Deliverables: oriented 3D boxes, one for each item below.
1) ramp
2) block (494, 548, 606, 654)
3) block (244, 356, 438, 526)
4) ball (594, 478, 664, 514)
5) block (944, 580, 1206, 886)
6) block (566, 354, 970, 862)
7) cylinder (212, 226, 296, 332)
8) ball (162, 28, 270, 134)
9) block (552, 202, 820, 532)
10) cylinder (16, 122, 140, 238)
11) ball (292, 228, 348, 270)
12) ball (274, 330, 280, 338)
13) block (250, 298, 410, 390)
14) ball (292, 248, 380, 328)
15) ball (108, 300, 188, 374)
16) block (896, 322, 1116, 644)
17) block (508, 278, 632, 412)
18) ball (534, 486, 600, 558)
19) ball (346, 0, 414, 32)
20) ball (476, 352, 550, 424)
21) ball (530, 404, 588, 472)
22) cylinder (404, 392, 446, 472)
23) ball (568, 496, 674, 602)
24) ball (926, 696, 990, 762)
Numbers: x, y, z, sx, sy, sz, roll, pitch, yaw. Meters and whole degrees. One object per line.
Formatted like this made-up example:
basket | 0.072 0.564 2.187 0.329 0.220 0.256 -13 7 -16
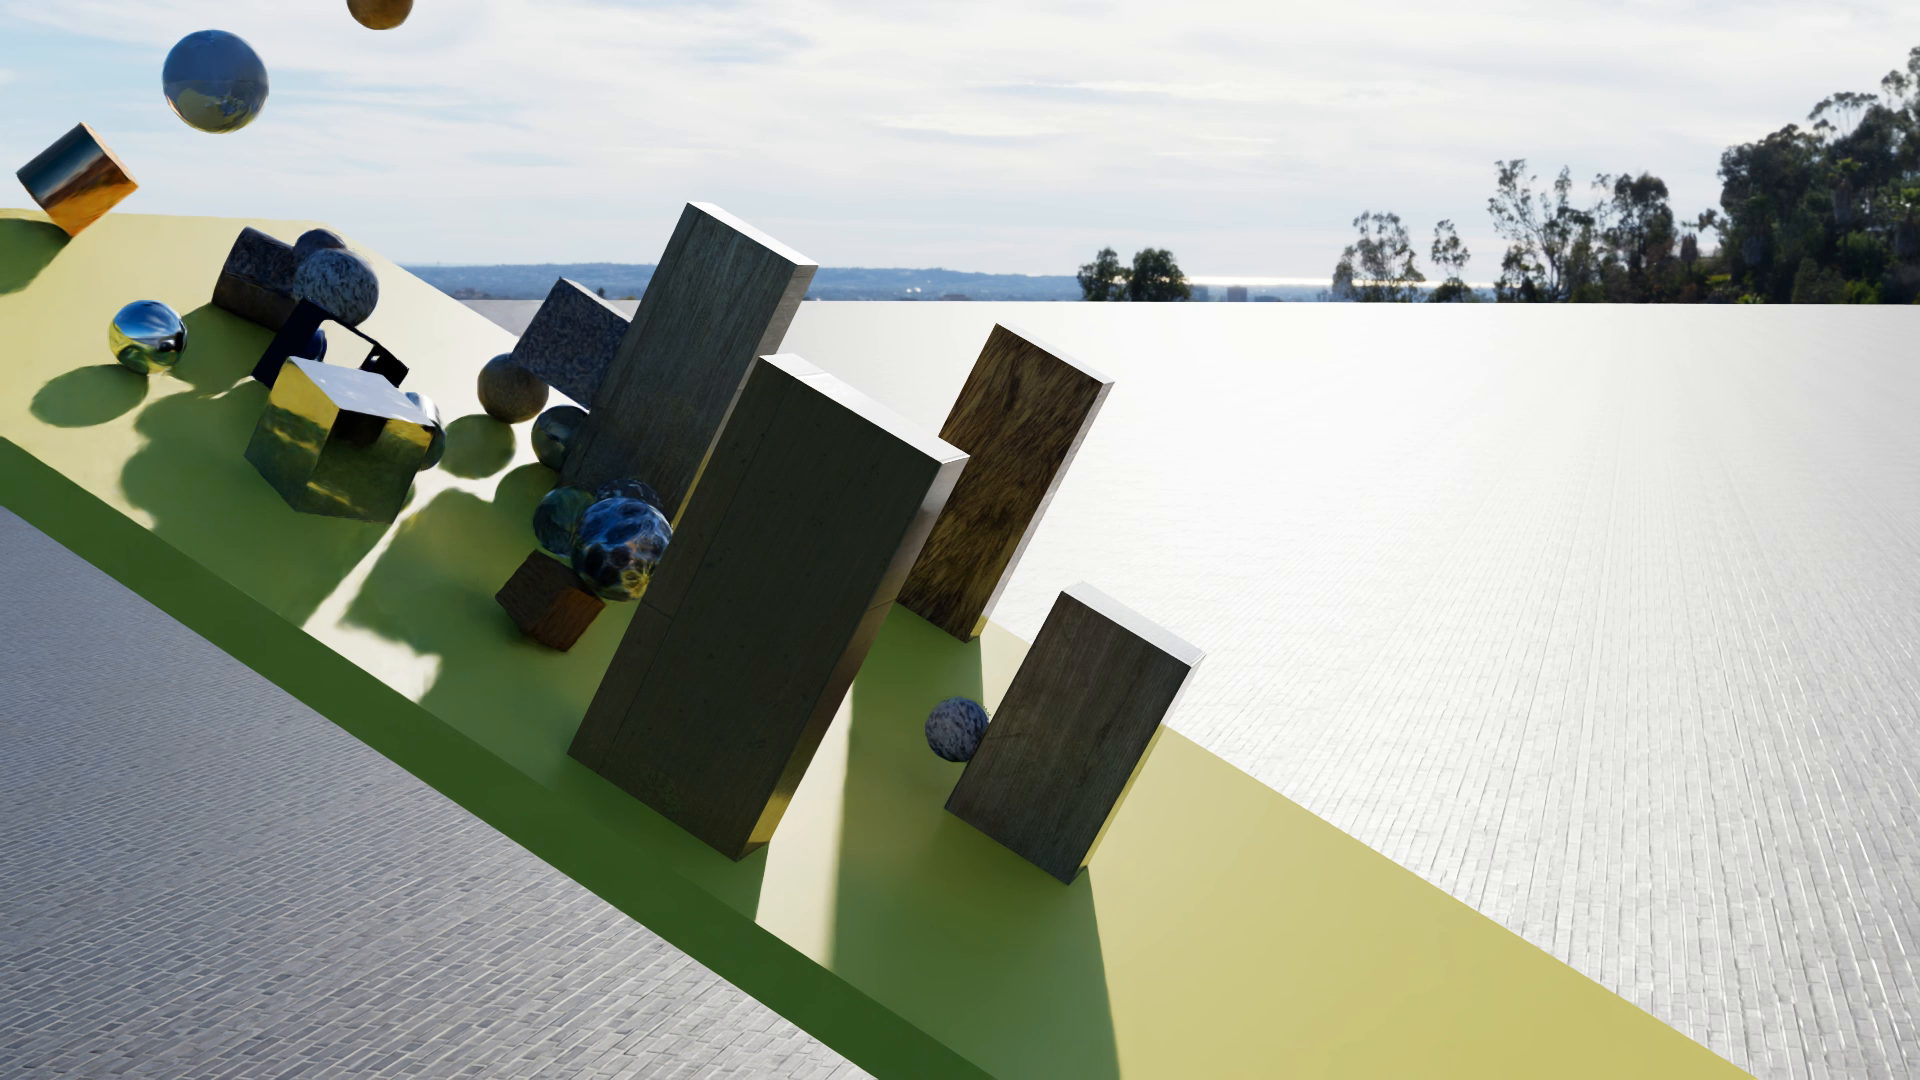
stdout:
ramp | -0.217 0.359 4.145 4.000 0.100 2.000 31 14 12
block | -0.687 0.103 3.686 0.107 0.107 0.107 42 3 34
block | -1.075 -0.171 3.816 0.199 0.199 0.199 10 22 -50
ball | -0.647 -0.046 4.251 0.150 0.150 0.150 0 7 0
block | 0.202 0.336 3.868 0.259 0.451 0.141 31 14 12
block | -0.292 0.101 3.297 0.315 0.688 0.134 31 14 12
cylinder | -1.410 -0.526 4.500 0.176 0.176 0.176 24 2 -13
ball | -1.445 -0.890 4.273 0.201 0.201 0.201 0 7 0
block | -0.551 -0.322 4.392 0.259 0.650 0.119 31 14 12
cylinder | -1.774 -0.725 4.425 0.165 0.165 0.165 -40 13 -5
ball | -1.280 -0.568 4.405 0.109 0.109 0.109 0 7 0
ball | -1.271 -0.362 4.268 0.130 0.130 0.130 0 7 0
block | -1.167 -0.311 4.084 0.172 0.172 0.172 30 -8 12
ball | -1.200 -0.482 4.230 0.160 0.160 0.160 0 7 0
ball | -1.450 -0.362 3.929 0.135 0.135 0.135 0 7 0
block | 0.061 -0.126 4.832 0.271 0.652 0.110 31 14 12
block | -0.774 -0.399 4.514 0.194 0.194 0.194 33 3 -2
ball | -0.727 -0.033 4.096 0.134 0.134 0.134 0 7 0
ball | -1.231 -1.154 4.669 0.143 0.143 0.143 0 7 0
ball | -0.950 -0.323 4.677 0.154 0.154 0.154 0 7 0
ball | -0.816 -0.210 4.550 0.142 0.142 0.142 0 7 0
cylinder | -1.038 -0.204 4.165 0.118 0.118 0.118 -2 23 -16
ball | -0.586 0.016 3.818 0.183 0.183 0.183 0 7 0
ball | -0.004 0.341 3.952 0.118 0.118 0.118 0 7 0
